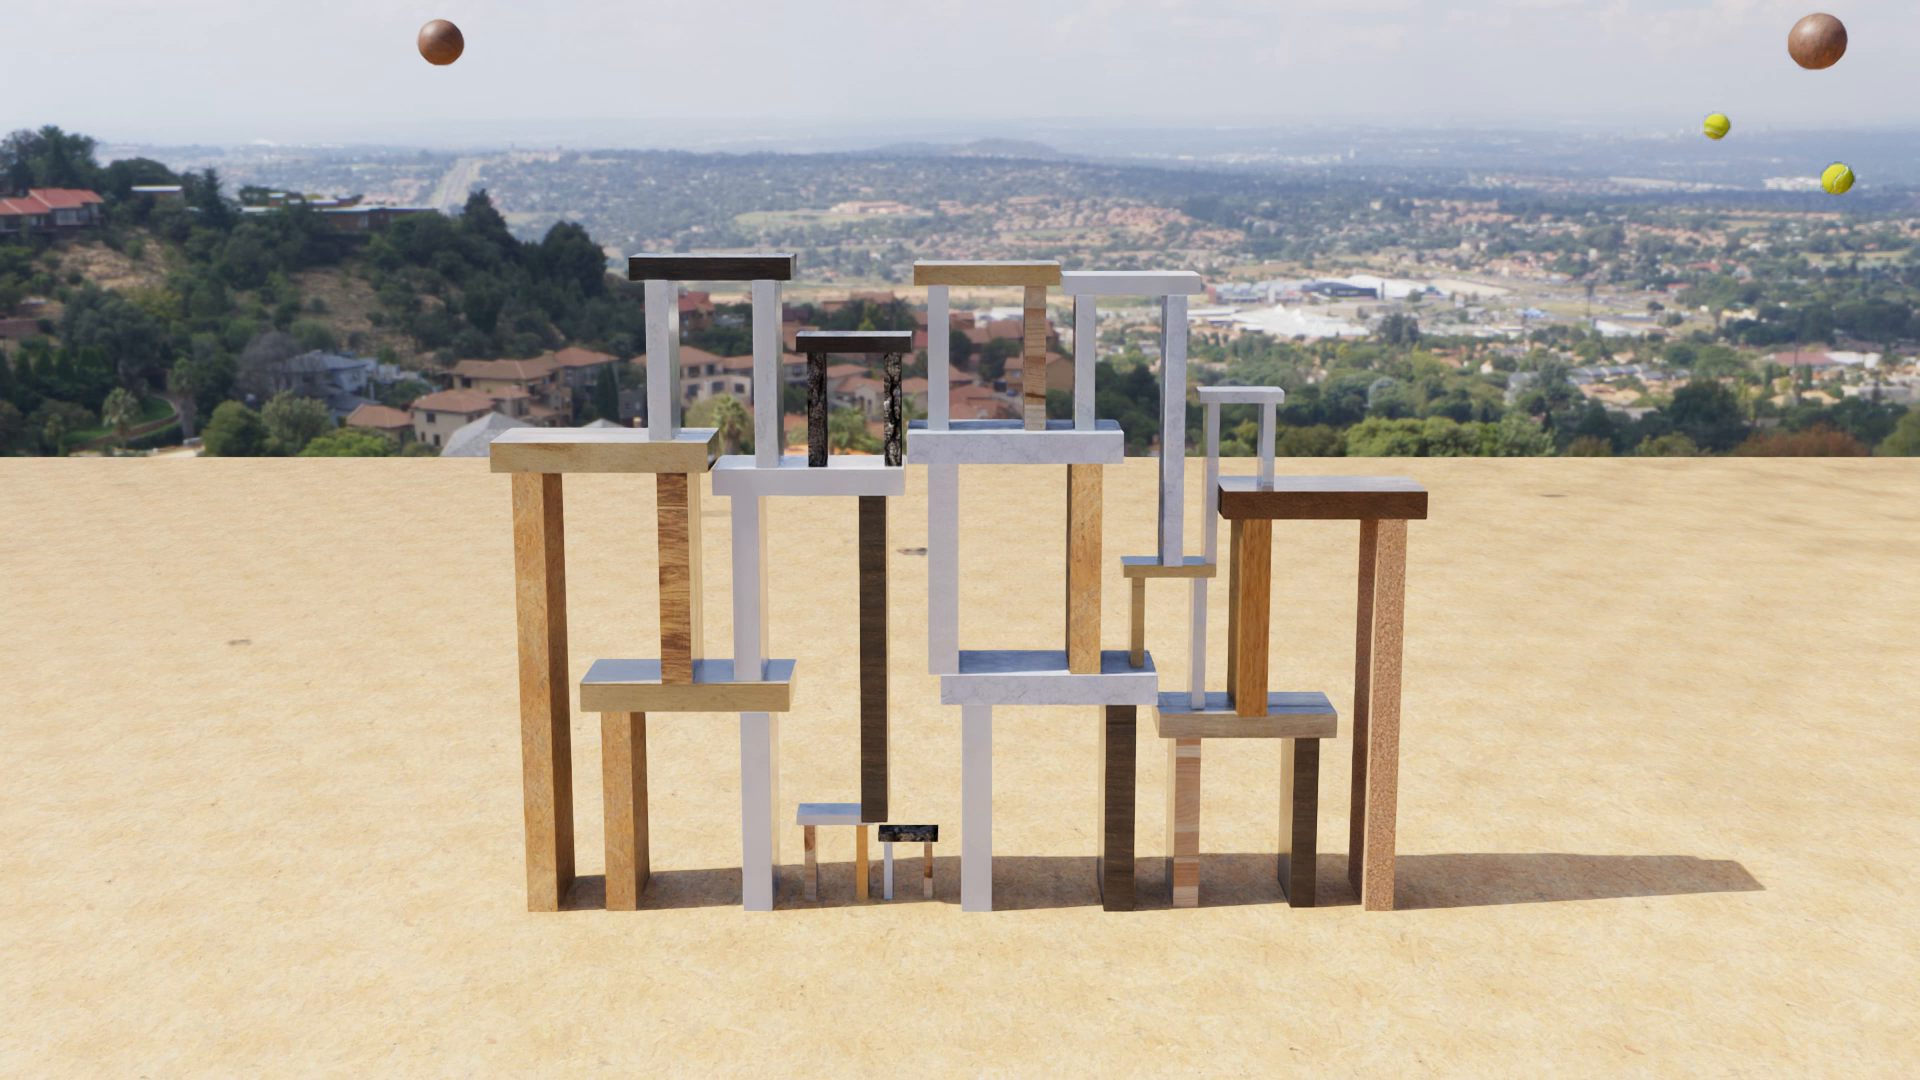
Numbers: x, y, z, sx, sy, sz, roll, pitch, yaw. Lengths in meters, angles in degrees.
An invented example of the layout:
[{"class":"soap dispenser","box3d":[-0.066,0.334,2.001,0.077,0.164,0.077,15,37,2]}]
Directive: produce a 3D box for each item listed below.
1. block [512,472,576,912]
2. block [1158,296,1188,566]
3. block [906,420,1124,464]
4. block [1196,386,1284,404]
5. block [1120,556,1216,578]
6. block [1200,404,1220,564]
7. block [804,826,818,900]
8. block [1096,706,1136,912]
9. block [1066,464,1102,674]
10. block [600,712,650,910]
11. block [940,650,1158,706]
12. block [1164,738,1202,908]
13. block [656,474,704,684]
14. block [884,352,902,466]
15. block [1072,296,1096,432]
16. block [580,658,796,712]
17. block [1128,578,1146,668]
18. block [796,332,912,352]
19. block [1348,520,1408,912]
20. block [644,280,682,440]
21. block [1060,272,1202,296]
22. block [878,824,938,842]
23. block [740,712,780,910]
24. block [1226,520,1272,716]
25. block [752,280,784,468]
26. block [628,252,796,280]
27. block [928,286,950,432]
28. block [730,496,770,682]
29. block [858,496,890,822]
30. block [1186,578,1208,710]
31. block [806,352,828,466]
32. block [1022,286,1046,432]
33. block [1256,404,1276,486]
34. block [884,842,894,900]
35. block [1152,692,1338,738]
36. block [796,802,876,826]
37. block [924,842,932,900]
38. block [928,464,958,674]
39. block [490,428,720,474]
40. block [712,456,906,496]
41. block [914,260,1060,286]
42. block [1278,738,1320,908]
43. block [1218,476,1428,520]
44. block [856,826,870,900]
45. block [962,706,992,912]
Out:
[{"class":"block","box3d":[-0.680,0.235,3.601,0.048,0.723,0.171,0,11,0]},{"class":"block","box3d":[0.340,-0.180,3.524,0.030,0.432,0.107,0,11,0]},{"class":"block","box3d":[0.087,-0.158,3.532,0.340,0.048,0.170,0,11,0]},{"class":"block","box3d":[0.447,-0.232,3.516,0.133,0.019,0.067,0,11,0]},{"class":"block","box3d":[0.337,0.043,3.565,0.149,0.021,0.075,0,11,-1]},{"class":"block","box3d":[0.403,-0.095,3.542,0.019,0.260,0.067,0,11,0]},{"class":"block","box3d":[-0.247,0.526,3.659,0.018,0.129,0.064,0,11,0]},{"class":"block","box3d":[0.258,0.419,3.638,0.049,0.347,0.174,0,11,0]},{"class":"block","box3d":[0.200,0.032,3.567,0.048,0.340,0.170,0,11,0]},{"class":"block","box3d":[-0.553,0.425,3.639,0.047,0.335,0.167,0,11,0]},{"class":"block","box3d":[0.143,0.224,3.601,0.347,0.049,0.174,0,11,0]},{"class":"block","box3d":[0.369,0.448,3.647,0.041,0.287,0.144,0,11,0]},{"class":"block","box3d":[-0.452,0.047,3.566,0.048,0.341,0.171,0,11,0]},{"class":"block","box3d":[-0.107,-0.214,3.519,0.026,0.181,0.090,0,11,0]},{"class":"block","box3d":[0.197,-0.287,3.505,0.030,0.214,0.107,0,11,0]},{"class":"block","box3d":[-0.441,0.237,3.604,0.335,0.047,0.167,0,11,0]},{"class":"block","box3d":[0.287,0.127,3.580,0.021,0.149,0.075,0,10,0]},{"class":"block","box3d":[-0.168,-0.316,3.500,0.181,0.026,0.090,0,11,0]},{"class":"block","box3d":[0.683,0.272,3.606,0.045,0.648,0.160,0,11,0]},{"class":"block","box3d":[-0.472,-0.291,3.501,0.036,0.251,0.126,0,11,0]},{"class":"block","box3d":[0.269,-0.407,3.482,0.214,0.030,0.107,0,11,0]},{"class":"block","box3d":[-0.085,0.486,3.647,0.099,0.014,0.050,0,11,0]},{"class":"block","box3d":[-0.330,0.425,3.639,0.047,0.335,0.167,0,11,0]},{"class":"block","box3d":[0.470,0.111,3.576,0.045,0.320,0.160,0,11,0]},{"class":"block","box3d":[-0.305,-0.270,3.505,0.036,0.295,0.126,0,11,0]},{"class":"block","box3d":[-0.389,-0.432,3.475,0.251,0.036,0.126,0,11,0]},{"class":"block","box3d":[-0.034,-0.295,3.508,0.032,0.229,0.114,0,11,0]},{"class":"block","box3d":[-0.340,0.065,3.574,0.043,0.302,0.151,0,11,0]},{"class":"block","box3d":[-0.139,0.181,3.595,0.043,0.538,0.151,0,11,0]},{"class":"block","box3d":[0.387,0.161,3.586,0.021,0.218,0.075,0,11,0]},{"class":"block","box3d":[-0.228,-0.214,3.519,0.026,0.181,0.090,0,11,0]},{"class":"block","box3d":[0.118,-0.295,3.508,0.032,0.229,0.114,0,11,0]},{"class":"block","box3d":[0.492,-0.157,3.530,0.019,0.133,0.067,0,11,0]},{"class":"block","box3d":[-0.119,0.542,3.657,0.014,0.099,0.050,0,11,0]},{"class":"block","box3d":[0.465,0.287,3.617,0.287,0.041,0.144,0,11,0]},{"class":"block","box3d":[-0.205,0.454,3.645,0.129,0.018,0.064,0,11,0]},{"class":"block","box3d":[-0.052,0.542,3.657,0.014,0.099,0.050,0,11,0]},{"class":"block","box3d":[-0.027,0.032,3.567,0.048,0.340,0.170,0,11,0]},{"class":"block","box3d":[-0.566,-0.145,3.530,0.341,0.048,0.171,0,11,0]},{"class":"block","box3d":[-0.240,-0.105,3.542,0.302,0.043,0.151,0,11,0]},{"class":"block","box3d":[0.042,-0.423,3.485,0.229,0.032,0.114,0,11,0]},{"class":"block","box3d":[0.561,0.448,3.647,0.041,0.287,0.144,0,11,0]},{"class":"block","box3d":[0.576,-0.069,3.543,0.320,0.045,0.160,0,11,0]},{"class":"block","box3d":[-0.161,0.526,3.659,0.018,0.129,0.064,0,11,0]},{"class":"block","box3d":[0.027,0.419,3.638,0.049,0.347,0.174,0,11,0]}]
